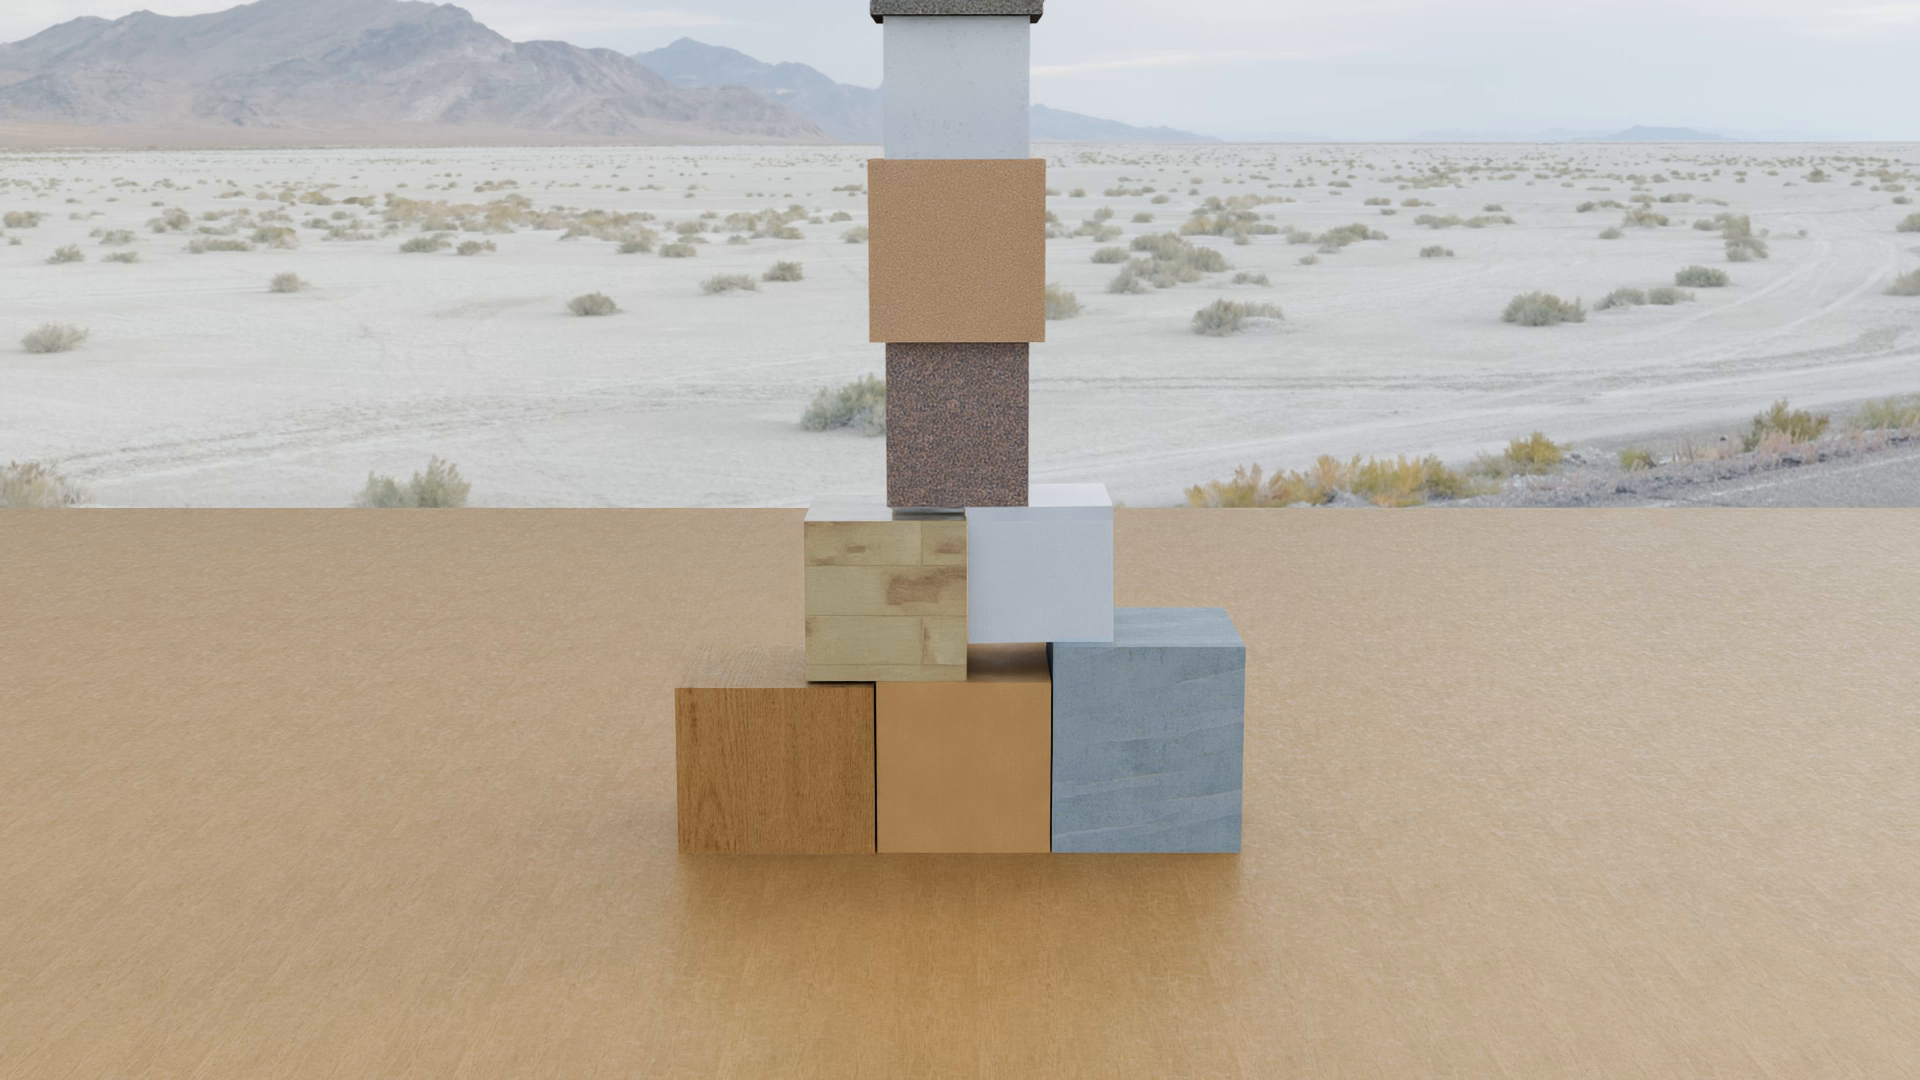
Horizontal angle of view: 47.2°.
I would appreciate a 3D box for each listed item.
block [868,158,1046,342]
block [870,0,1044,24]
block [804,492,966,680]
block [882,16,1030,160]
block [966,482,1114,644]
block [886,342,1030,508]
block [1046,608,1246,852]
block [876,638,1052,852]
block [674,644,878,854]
[{"bbox_3d":[-0.014,-1.456,10.932,0.846,0.868,0.877,0,10,0],"label":"block"},{"bbox_3d":[-0.018,-2.927,10.642,0.812,0.794,0.838,0,10,0],"label":"block"},{"bbox_3d":[-0.364,0.223,11.220,0.794,0.801,0.882,0,10,0],"label":"block"},{"bbox_3d":[-0.016,-2.212,10.798,0.696,0.669,0.681,0,10,0],"label":"block"},{"bbox_3d":[0.396,0.107,11.195,0.718,0.681,0.725,-1,10,0],"label":"block"},{"bbox_3d":[-0.013,-0.625,11.059,0.695,0.811,0.718,0,10,0],"label":"block"},{"bbox_3d":[0.931,0.959,11.347,0.944,1.053,0.935,0,10,0],"label":"block"},{"bbox_3d":[0.018,1.045,11.378,0.862,0.873,0.966,0,10,0],"label":"block"},{"bbox_3d":[-0.913,1.060,11.356,0.980,0.852,0.959,0,10,0],"label":"block"}]
